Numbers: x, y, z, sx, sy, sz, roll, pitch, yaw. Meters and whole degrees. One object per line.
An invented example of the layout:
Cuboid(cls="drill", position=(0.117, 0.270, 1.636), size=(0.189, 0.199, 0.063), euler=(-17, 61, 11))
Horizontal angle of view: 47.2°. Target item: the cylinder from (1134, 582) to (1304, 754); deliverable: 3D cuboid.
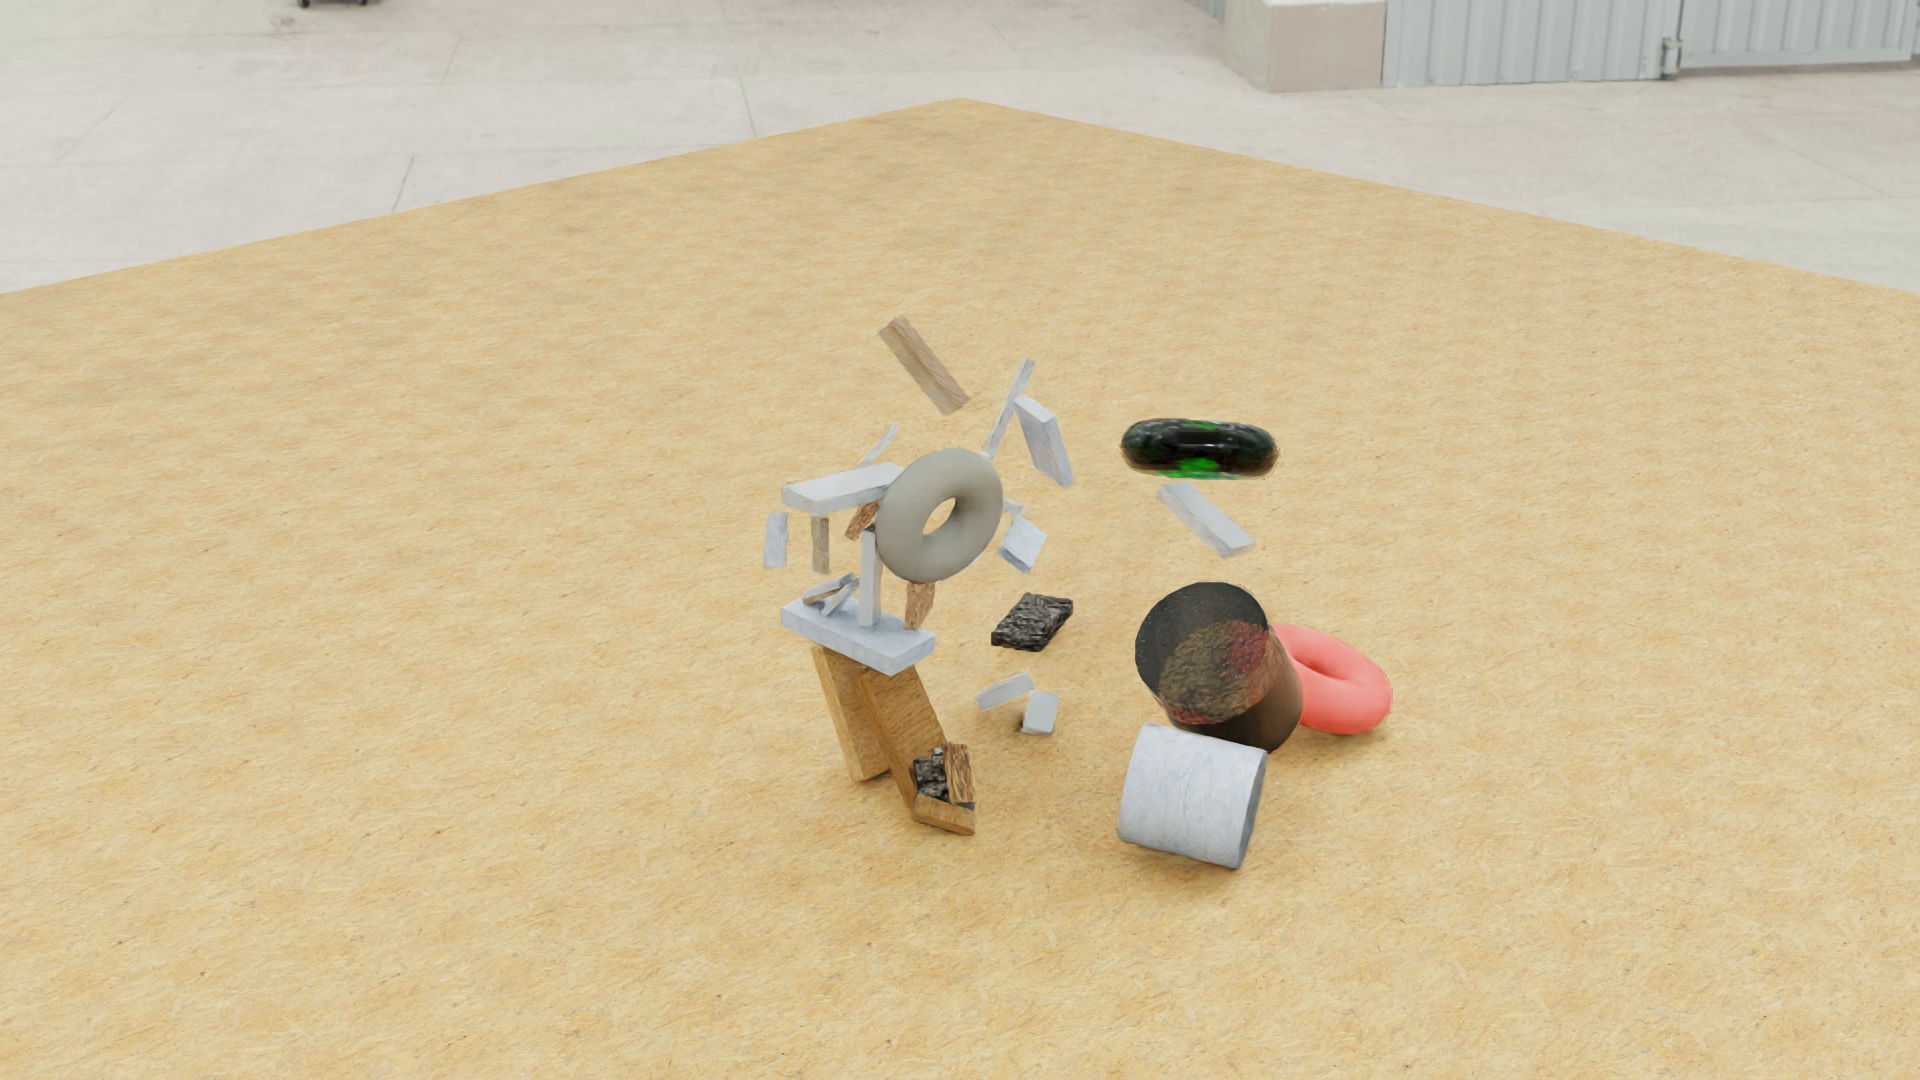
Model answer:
Cuboid(cls="cylinder", position=(0.526, 0.271, 4.441), size=(0.275, 0.275, 0.275), euler=(-12, 55, 18))

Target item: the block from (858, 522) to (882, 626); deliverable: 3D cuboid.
Cuboid(cls="block", position=(-0.181, 0.070, 4.478), size=(0.028, 0.195, 0.098), euler=(4, 12, 8))

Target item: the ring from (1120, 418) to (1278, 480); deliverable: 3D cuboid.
Cuboid(cls="ring", position=(0.570, -0.214, 5.251), size=(0.377, 0.126, 0.377), euler=(4, -1, 0))

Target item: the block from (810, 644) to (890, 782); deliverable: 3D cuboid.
Cuboid(cls="block", position=(-0.202, 0.340, 4.596), size=(0.147, 0.293, 0.042), euler=(-21, 6, -40))

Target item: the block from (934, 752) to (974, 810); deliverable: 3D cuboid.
Cuboid(cls="block", position=(-0.011, 0.491, 4.468), size=(0.061, 0.122, 0.017), euler=(-6, -16, -14))

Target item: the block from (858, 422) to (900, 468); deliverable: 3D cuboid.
Cuboid(cls="block", position=(-0.169, -0.190, 4.541), size=(0.016, 0.114, 0.057), euler=(39, 21, -8))

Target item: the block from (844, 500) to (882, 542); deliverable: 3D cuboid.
Cuboid(cls="block", position=(-0.183, -0.073, 4.528), size=(0.028, 0.098, 0.195), euler=(35, 22, -5))

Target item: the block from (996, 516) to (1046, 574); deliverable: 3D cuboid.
Cuboid(cls="block", position=(0.135, 0.009, 4.777), size=(0.079, 0.022, 0.158), euler=(37, 30, -5))

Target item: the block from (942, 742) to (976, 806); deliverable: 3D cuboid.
Cuboid(cls="block", position=(-0.002, 0.472, 4.438), size=(0.017, 0.122, 0.061), euler=(-21, -19, 35))

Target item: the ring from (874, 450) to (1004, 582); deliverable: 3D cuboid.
Cuboid(cls="ring", position=(-0.042, -0.048, 4.462), size=(0.300, 0.300, 0.100), euler=(-16, 39, -33))

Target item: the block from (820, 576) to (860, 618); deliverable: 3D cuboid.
Cuboid(cls="block", position=(-0.241, 0.116, 4.507), size=(0.015, 0.104, 0.052), euler=(50, 40, 7))

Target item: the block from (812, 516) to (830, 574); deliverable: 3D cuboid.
Cuboid(cls="block", position=(-0.285, 0.010, 4.495), size=(0.016, 0.114, 0.057), euler=(-5, 9, -23))

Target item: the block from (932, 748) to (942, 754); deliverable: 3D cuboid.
Cuboid(cls="block", position=(-0.015, 0.483, 4.488), size=(0.061, 0.122, 0.017), euler=(-6, -16, -14))

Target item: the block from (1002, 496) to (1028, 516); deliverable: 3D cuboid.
Cuboid(cls="block", position=(0.101, -0.077, 4.794), size=(0.079, 0.022, 0.157), euler=(19, 5, 4))

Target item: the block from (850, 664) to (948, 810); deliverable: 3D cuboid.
Cuboid(cls="block", position=(-0.108, 0.384, 4.498), size=(0.042, 0.293, 0.147), euler=(-18, 8, 39))

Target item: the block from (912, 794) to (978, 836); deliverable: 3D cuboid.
Cuboid(cls="block", position=(-0.030, 0.549, 4.388), size=(0.126, 0.018, 0.063), euler=(18, 29, -5))

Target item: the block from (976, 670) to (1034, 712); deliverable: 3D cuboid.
Cuboid(cls="block", position=(0.099, 0.324, 4.757), size=(0.121, 0.034, 0.245), euler=(-23, -1, 2))

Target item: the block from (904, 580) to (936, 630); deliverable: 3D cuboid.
Cuboid(cls="block", position=(-0.081, 0.114, 4.568), size=(0.028, 0.098, 0.195), euler=(7, 15, 8))

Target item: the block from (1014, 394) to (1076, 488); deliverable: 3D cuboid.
Cuboid(cls="block", position=(0.188, -0.220, 4.905), size=(0.031, 0.218, 0.109), euler=(-38, 50, -16))

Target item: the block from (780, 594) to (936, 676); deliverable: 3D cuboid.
Cuboid(cls="block", position=(-0.211, 0.185, 4.529), size=(0.293, 0.042, 0.147), euler=(23, 30, 30))

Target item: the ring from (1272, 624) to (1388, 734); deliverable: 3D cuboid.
Cuboid(cls="ring", position=(0.775, 0.302, 4.812), size=(0.348, 0.116, 0.348), euler=(17, 23, -7))

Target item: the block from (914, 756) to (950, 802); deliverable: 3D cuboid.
Cuboid(cls="block", position=(-0.053, 0.501, 4.435), size=(0.063, 0.126, 0.018), euler=(-6, -13, -11))

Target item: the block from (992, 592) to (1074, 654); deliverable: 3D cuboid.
Cuboid(cls="block", position=(0.174, 0.196, 5.254), size=(0.121, 0.034, 0.241), euler=(9, 24, 19))

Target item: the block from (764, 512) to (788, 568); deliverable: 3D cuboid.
Cuboid(cls="block", position=(-0.377, -0.001, 4.504), size=(0.016, 0.114, 0.057), euler=(6, -3, -32))

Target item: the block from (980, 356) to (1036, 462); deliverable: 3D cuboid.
Cuboid(cls="block", position=(0.102, -0.285, 5.107), size=(0.022, 0.296, 0.079), euler=(24, 8, -8))

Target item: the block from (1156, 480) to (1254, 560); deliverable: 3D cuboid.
Cuboid(cls="block", position=(0.603, -0.051, 5.419), size=(0.241, 0.034, 0.121), euler=(44, 31, 22))

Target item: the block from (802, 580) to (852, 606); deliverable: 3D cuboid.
Cuboid(cls="block", position=(-0.273, 0.107, 4.544), size=(0.103, 0.015, 0.052), euler=(-20, 6, 39))

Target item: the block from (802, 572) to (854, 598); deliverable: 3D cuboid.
Cuboid(cls="block", position=(-0.270, 0.092, 4.516), size=(0.103, 0.015, 0.052), euler=(-18, 10, 39))

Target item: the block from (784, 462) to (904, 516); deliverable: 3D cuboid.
Cuboid(cls="block", position=(-0.215, -0.104, 4.427), size=(0.267, 0.031, 0.109), euler=(-15, 27, -37))

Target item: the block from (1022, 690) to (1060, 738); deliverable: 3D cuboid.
Cuboid(cls="block", position=(0.176, 0.378, 4.797), size=(0.063, 0.018, 0.126), euler=(14, 36, 2))

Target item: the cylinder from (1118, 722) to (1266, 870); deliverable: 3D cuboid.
Cuboid(cls="cylinder", position=(0.451, 0.495, 4.264), size=(0.236, 0.236, 0.236), euler=(12, 25, 14))

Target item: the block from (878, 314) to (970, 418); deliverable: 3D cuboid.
Cuboid(cls="block", position=(-0.073, -0.347, 4.383), size=(0.031, 0.218, 0.109), euler=(-40, 5, -16))
